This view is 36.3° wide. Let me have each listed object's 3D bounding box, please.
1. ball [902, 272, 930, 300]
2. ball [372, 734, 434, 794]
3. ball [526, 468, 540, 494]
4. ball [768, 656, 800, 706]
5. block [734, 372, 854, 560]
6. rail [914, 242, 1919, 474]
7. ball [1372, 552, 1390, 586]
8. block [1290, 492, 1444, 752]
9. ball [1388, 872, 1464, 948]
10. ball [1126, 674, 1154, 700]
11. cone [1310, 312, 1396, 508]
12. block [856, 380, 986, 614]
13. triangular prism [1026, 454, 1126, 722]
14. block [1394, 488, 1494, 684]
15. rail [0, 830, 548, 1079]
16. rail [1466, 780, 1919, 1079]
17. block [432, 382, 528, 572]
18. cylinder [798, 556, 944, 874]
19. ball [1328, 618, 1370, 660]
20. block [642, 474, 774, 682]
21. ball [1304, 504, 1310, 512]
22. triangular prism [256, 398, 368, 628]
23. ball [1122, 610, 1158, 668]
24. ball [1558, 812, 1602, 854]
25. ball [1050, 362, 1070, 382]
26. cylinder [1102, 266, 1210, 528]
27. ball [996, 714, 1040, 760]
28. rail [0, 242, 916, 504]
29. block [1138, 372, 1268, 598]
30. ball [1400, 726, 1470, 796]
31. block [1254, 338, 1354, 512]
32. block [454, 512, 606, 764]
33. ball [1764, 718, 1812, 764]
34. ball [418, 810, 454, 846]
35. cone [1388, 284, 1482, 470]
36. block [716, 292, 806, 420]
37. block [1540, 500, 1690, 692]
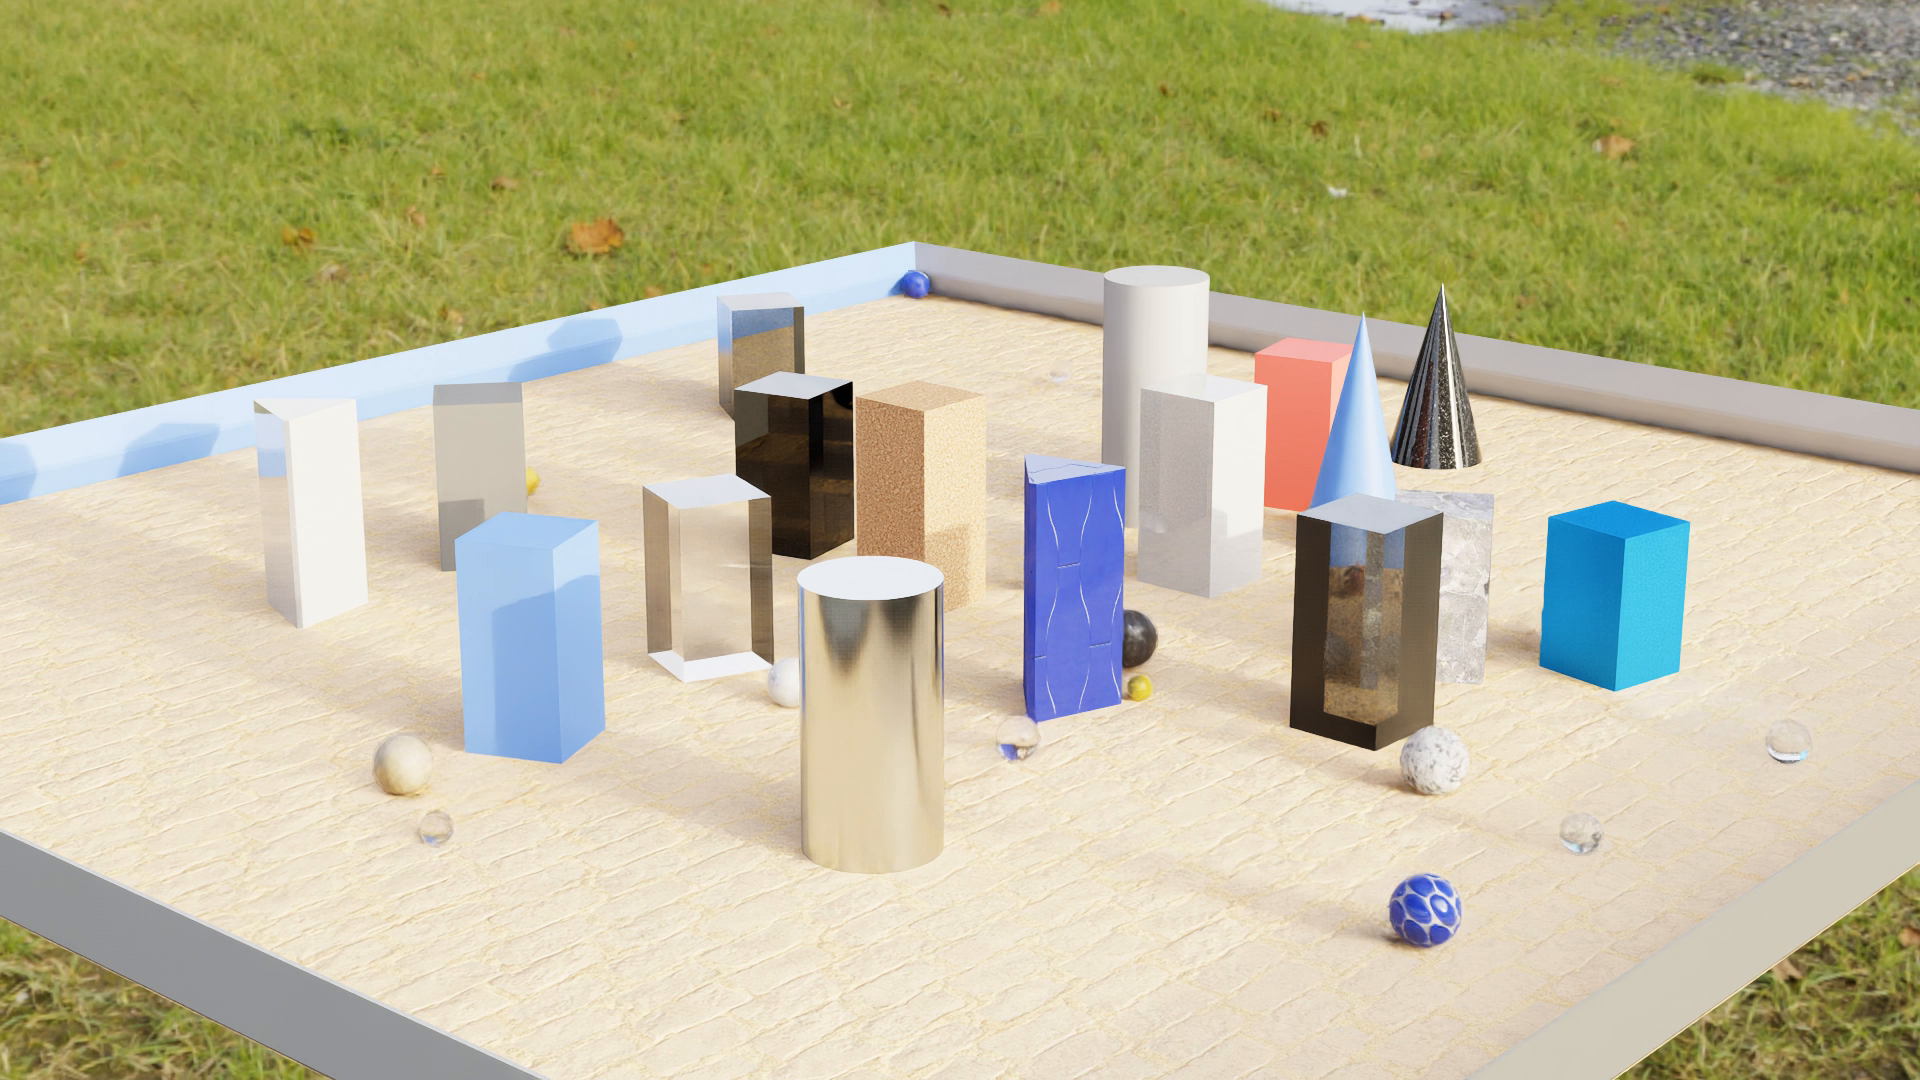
[{"bbox_3d":[-0.111,-0.651,7.488,0.071,0.071,0.071,0,17,0],"label":"ball"},{"bbox_3d":[-0.802,0.323,4.228,0.087,0.087,0.087,0,17,0],"label":"ball"},{"bbox_3d":[-0.850,-0.115,5.743,0.052,0.052,0.052,0,17,0],"label":"ball"},{"bbox_3d":[-0.262,0.222,4.581,0.078,0.078,0.078,0,17,0],"label":"ball"},{"bbox_3d":[-0.303,-0.138,5.387,0.158,0.302,0.158,9,19,27],"label":"block"},{"bbox_3d":[1.204,-0.368,6.447,3.543,0.128,0.045,14,22,39],"label":"rail"},{"bbox_3d":[0.756,0.052,5.174,0.060,0.060,0.060,0,17,0],"label":"ball"},{"bbox_3d":[0.617,0.122,4.456,0.158,0.341,0.158,15,22,40],"label":"block"},{"bbox_3d":[0.592,0.470,3.729,0.094,0.094,0.094,0,17,0],"label":"ball"},{"bbox_3d":[0.283,0.232,4.610,0.041,0.041,0.041,0,17,0],"label":"ball"},{"bbox_3d":[0.730,-0.204,5.366,0.197,0.441,0.197,0,17,0],"label":"cone"},{"bbox_3d":[-0.067,-0.071,5.052,0.158,0.366,0.158,14,22,39],"label":"block"},{"bbox_3d":[0.143,0.067,4.566,0.171,0.383,0.148,-10,20,-30],"label":"triangular prism"},{"bbox_3d":[0.774,0.074,4.733,0.158,0.273,0.158,3,17,11],"label":"block"},{"bbox_3d":[-1.204,0.432,3.793,3.543,0.128,0.045,14,22,39],"label":"rail"},{"bbox_3d":[1.320,0.363,4.023,0.045,0.128,3.719,14,22,39],"label":"rail"},{"bbox_3d":[-0.865,-0.116,5.305,0.158,0.307,0.158,-3,17,-9],"label":"block"},{"bbox_3d":[-0.120,0.236,3.994,0.197,0.389,0.197,0,17,0],"label":"cylinder"},{"bbox_3d":[0.636,0.162,4.795,0.070,0.070,0.070,0,17,0],"label":"ball"},{"bbox_3d":[-0.408,0.059,4.755,0.158,0.289,0.158,-9,19,-26],"label":"block"},{"bbox_3d":[0.673,-0.050,5.546,0.042,0.042,0.042,0,17,0],"label":"ball"},{"bbox_3d":[-1.136,-0.056,5.007,0.148,0.363,0.171,10,19,29],"label":"triangular prism"},{"bbox_3d":[0.272,0.160,4.755,0.095,0.095,0.095,0,17,0],"label":"ball"},{"bbox_3d":[0.851,0.401,4.018,0.059,0.059,0.059,0,17,0],"label":"ball"},{"bbox_3d":[0.227,-0.380,6.630,0.048,0.048,0.048,0,17,0],"label":"ball"},{"bbox_3d":[0.367,-0.270,5.542,0.197,0.465,0.197,0,17,0],"label":"cylinder"},{"bbox_3d":[0.086,0.294,4.359,0.068,0.068,0.068,0,17,0],"label":"ball"},{"bbox_3d":[-1.320,-0.299,6.217,0.045,0.128,3.719,14,22,39],"label":"rail"},{"bbox_3d":[0.426,-0.099,5.168,0.158,0.353,0.158,14,22,38],"label":"block"},{"bbox_3d":[0.684,0.318,4.226,0.099,0.099,0.099,0,17,0],"label":"ball"},{"bbox_3d":[0.670,-0.221,5.665,0.158,0.300,0.158,9,19,28],"label":"block"},{"bbox_3d":[-0.642,0.145,4.396,0.158,0.333,0.158,5,18,17],"label":"block"},{"bbox_3d":[1.228,0.298,4.346,0.068,0.068,0.068,0,17,0],"label":"ball"},{"bbox_3d":[-0.723,0.398,4.048,0.048,0.048,0.048,0,17,0],"label":"ball"},{"bbox_3d":[0.973,-0.345,5.964,0.197,0.365,0.197,0,17,0],"label":"cone"},{"bbox_3d":[-0.431,-0.399,6.354,0.158,0.243,0.158,-5,17,-15],"label":"block"},{"bbox_3d":[1.053,0.088,4.721,0.158,0.253,0.158,-13,21,-36],"label":"block"}]
